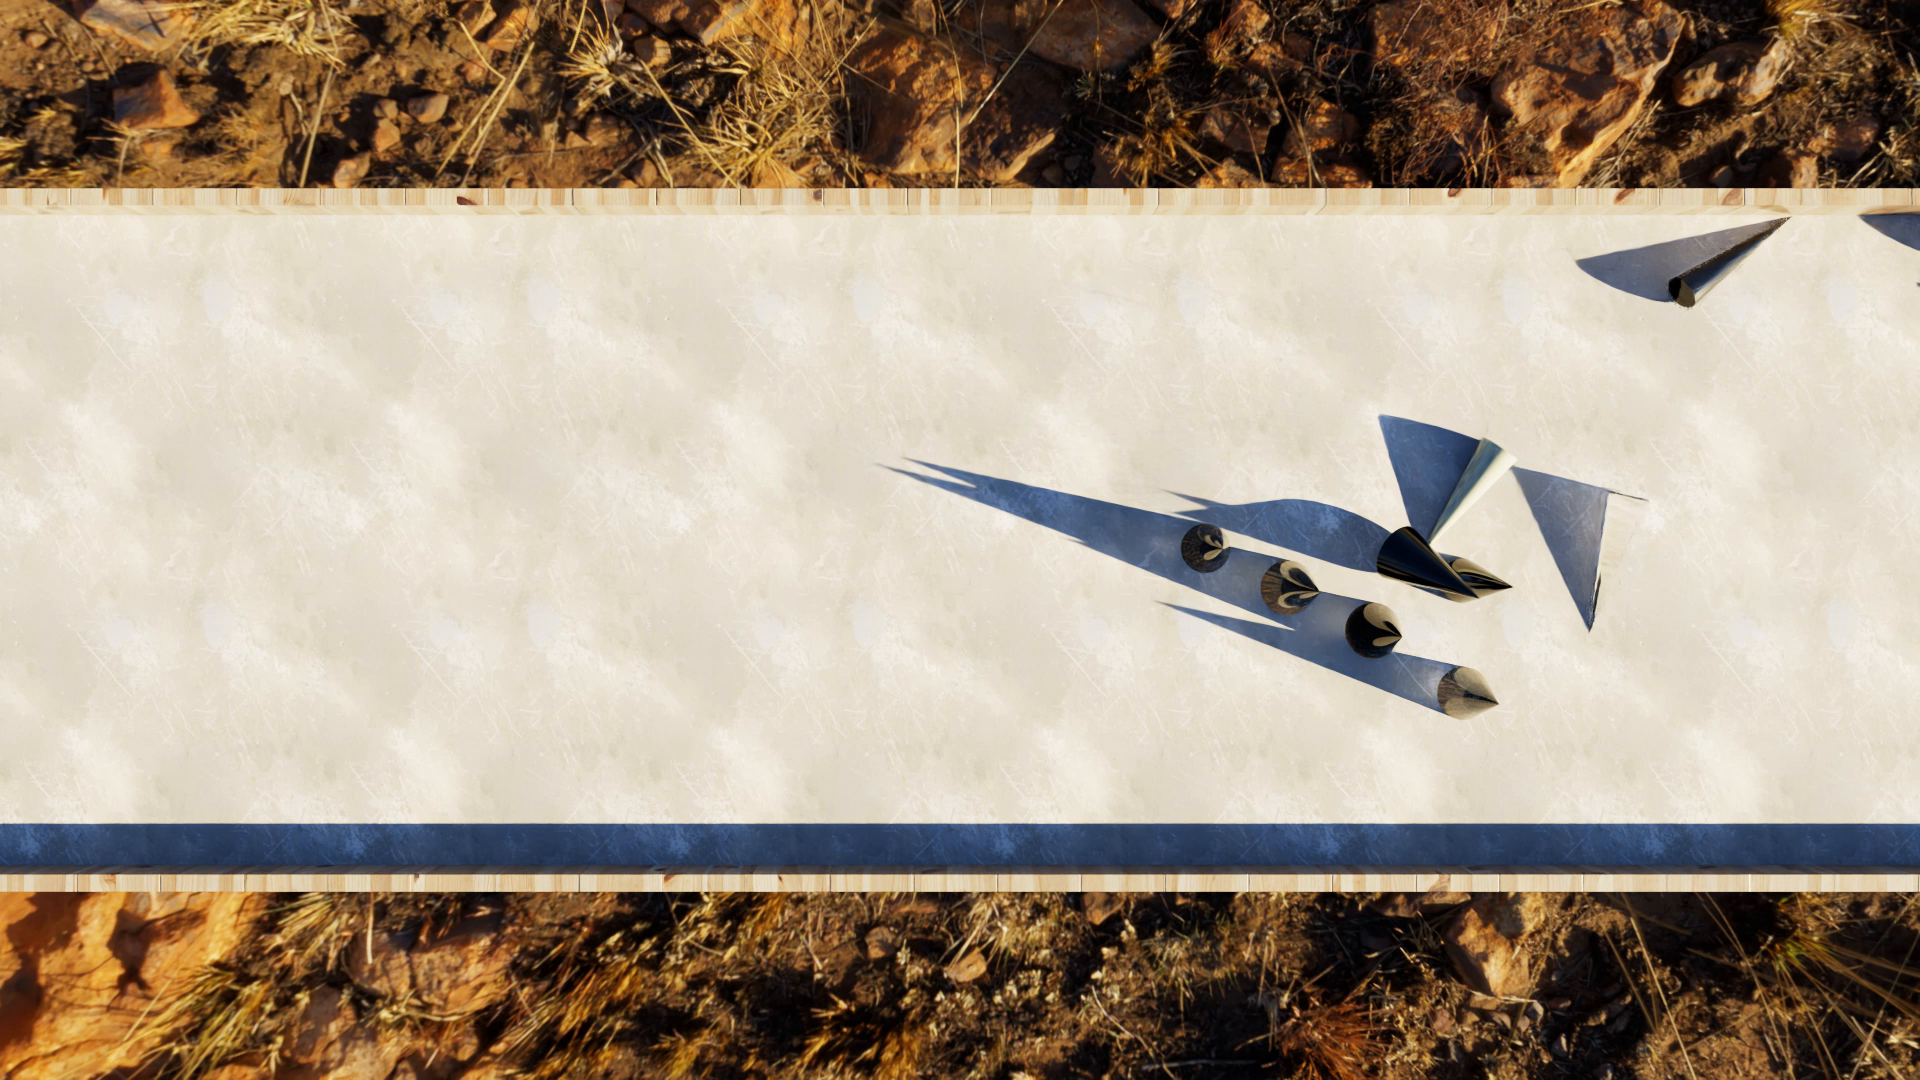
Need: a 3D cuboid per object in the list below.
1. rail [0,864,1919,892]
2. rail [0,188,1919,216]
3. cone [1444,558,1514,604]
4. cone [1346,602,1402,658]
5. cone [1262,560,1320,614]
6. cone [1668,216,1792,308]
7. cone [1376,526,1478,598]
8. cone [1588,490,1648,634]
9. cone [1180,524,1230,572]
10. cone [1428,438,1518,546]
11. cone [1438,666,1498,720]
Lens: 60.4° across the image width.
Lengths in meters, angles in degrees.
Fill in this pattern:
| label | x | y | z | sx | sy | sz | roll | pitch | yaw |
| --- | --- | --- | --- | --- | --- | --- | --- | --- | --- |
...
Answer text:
| label | x | y | z | sx | sy | sz | roll | pitch | yaw |
| --- | --- | --- | --- | --- | --- | --- | --- | --- | --- |
| rail | -2.247 | 1.025 | 5.001 | 12.000 | 0.150 | 0.050 | 0 | 90 | 0 |
| rail | -2.247 | -1.025 | 5.002 | 12.000 | 0.150 | 0.050 | 0 | 90 | 0 |
| cone | 1.566 | 0.130 | 4.899 | 0.138 | 0.339 | 0.138 | 0 | 92 | -8 |
| cone | 1.272 | 0.279 | 4.908 | 0.173 | 0.337 | 0.173 | 0 | 90 | 0 |
| cone | 1.010 | 0.147 | 4.850 | 0.168 | 0.454 | 0.168 | 0 | 90 | 0 |
| cone | 2.382 | -0.876 | 5.050 | 0.447 | 0.108 | 0.108 | -34 | 90 | -7 |
| cone | 1.420 | 0.105 | 4.897 | 0.177 | 0.323 | 0.177 | -17 | 123 | -28 |
| cone | 1.984 | 0.077 | 5.047 | 0.117 | 0.117 | 0.443 | 13 | 98 | 0 |
| cone | 0.756 | 0.025 | 4.910 | 0.152 | 0.334 | 0.152 | 0 | 90 | 0 |
| cone | 1.528 | -0.111 | 5.046 | 0.123 | 0.123 | 0.409 | 35 | 99 | 0 |
| cone | 1.550 | 0.472 | 4.908 | 0.164 | 0.337 | 0.164 | 0 | 90 | 0 |
